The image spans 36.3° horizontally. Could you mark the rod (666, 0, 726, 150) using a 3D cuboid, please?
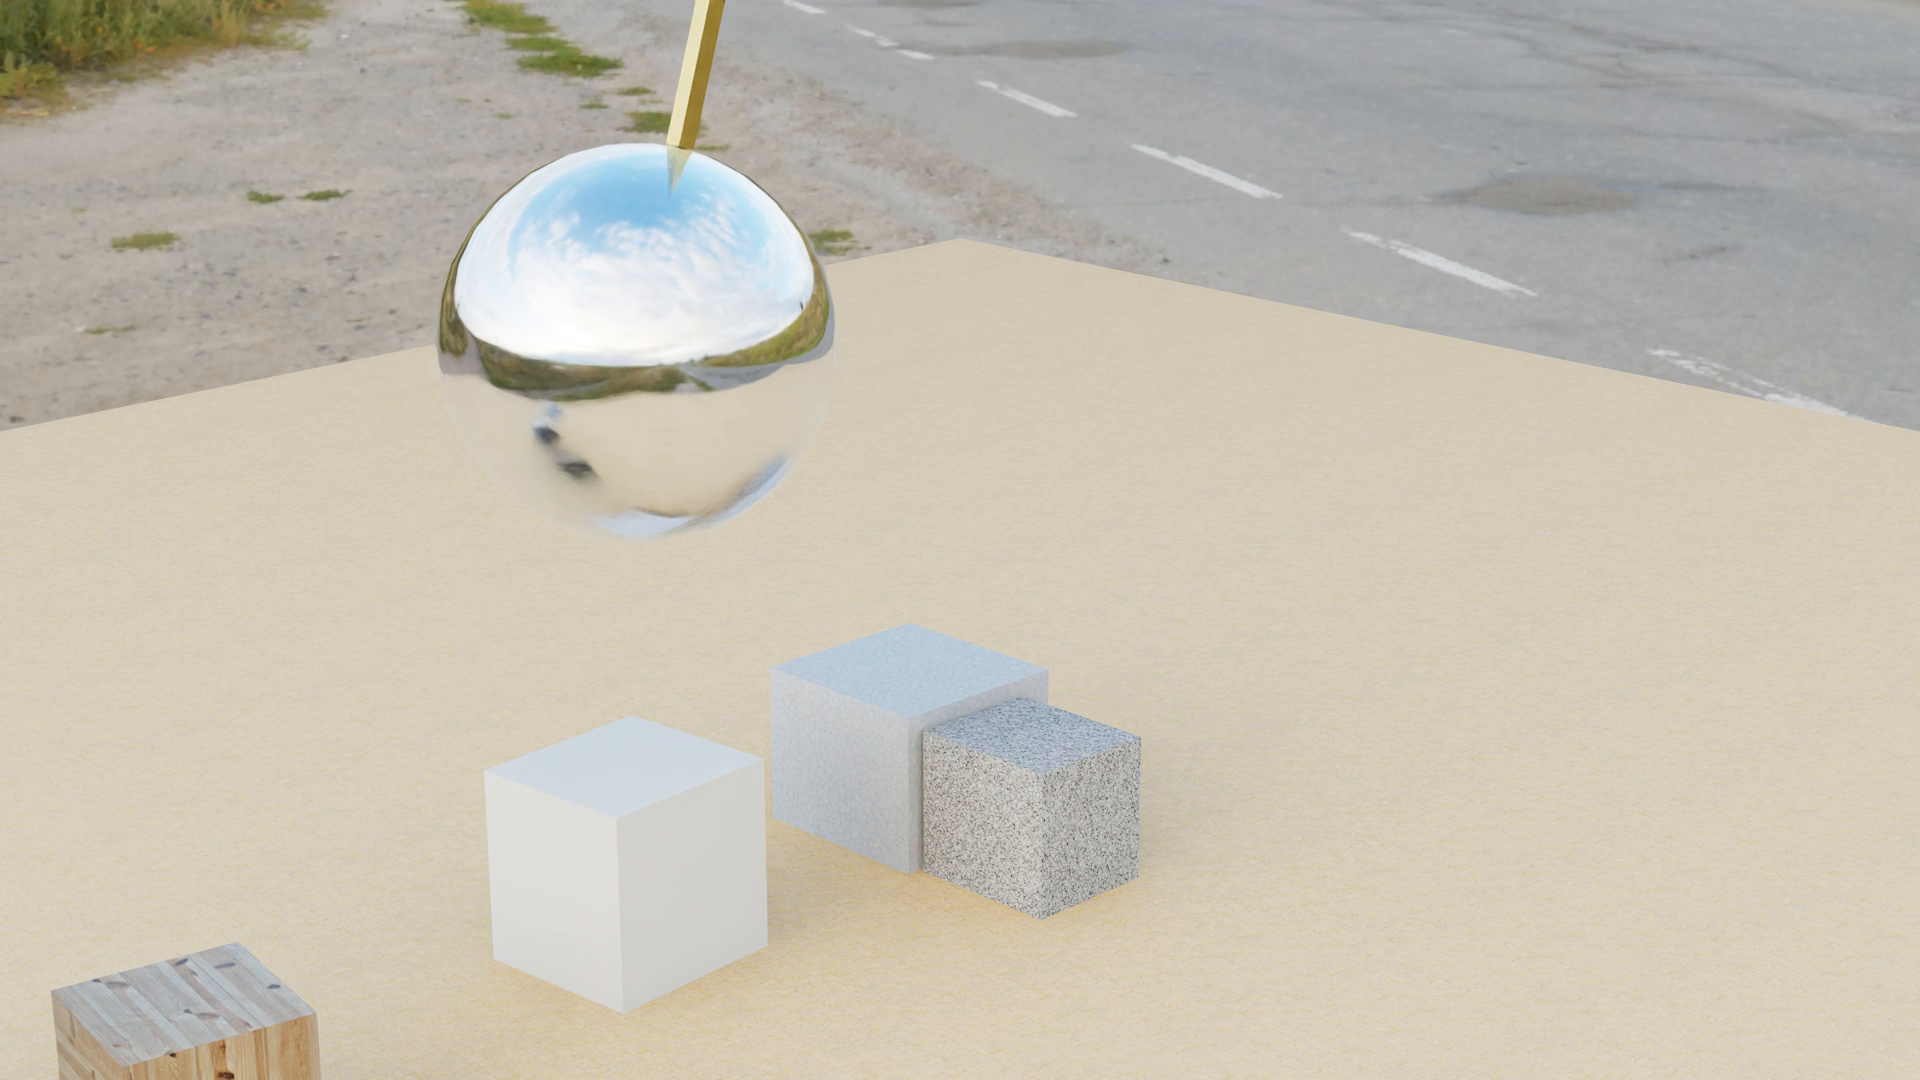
[{"bbox_3d":[-0.558,-4.097,11.469,0.080,5.200,0.080,17,6,42],"label":"rod"}]

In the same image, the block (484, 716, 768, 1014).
[{"bbox_3d":[-1.419,1.367,12.542,0.806,0.872,0.859,14,22,38],"label":"block"}]

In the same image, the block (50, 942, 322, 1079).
[{"bbox_3d":[-2.838,2.011,10.810,0.724,0.682,0.736,-12,21,-34],"label":"block"}]

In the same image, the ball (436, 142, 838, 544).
[{"bbox_3d":[-1.288,-0.788,11.744,1.600,1.600,1.600,0,17,0],"label":"ball"}]

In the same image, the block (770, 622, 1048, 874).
[{"bbox_3d":[-0.240,0.972,13.971,0.916,0.768,0.947,-16,24,-42],"label":"block"}]

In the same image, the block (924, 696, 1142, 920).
[{"bbox_3d":[0.325,1.206,13.352,0.645,0.692,0.744,-17,24,-42],"label":"block"}]
